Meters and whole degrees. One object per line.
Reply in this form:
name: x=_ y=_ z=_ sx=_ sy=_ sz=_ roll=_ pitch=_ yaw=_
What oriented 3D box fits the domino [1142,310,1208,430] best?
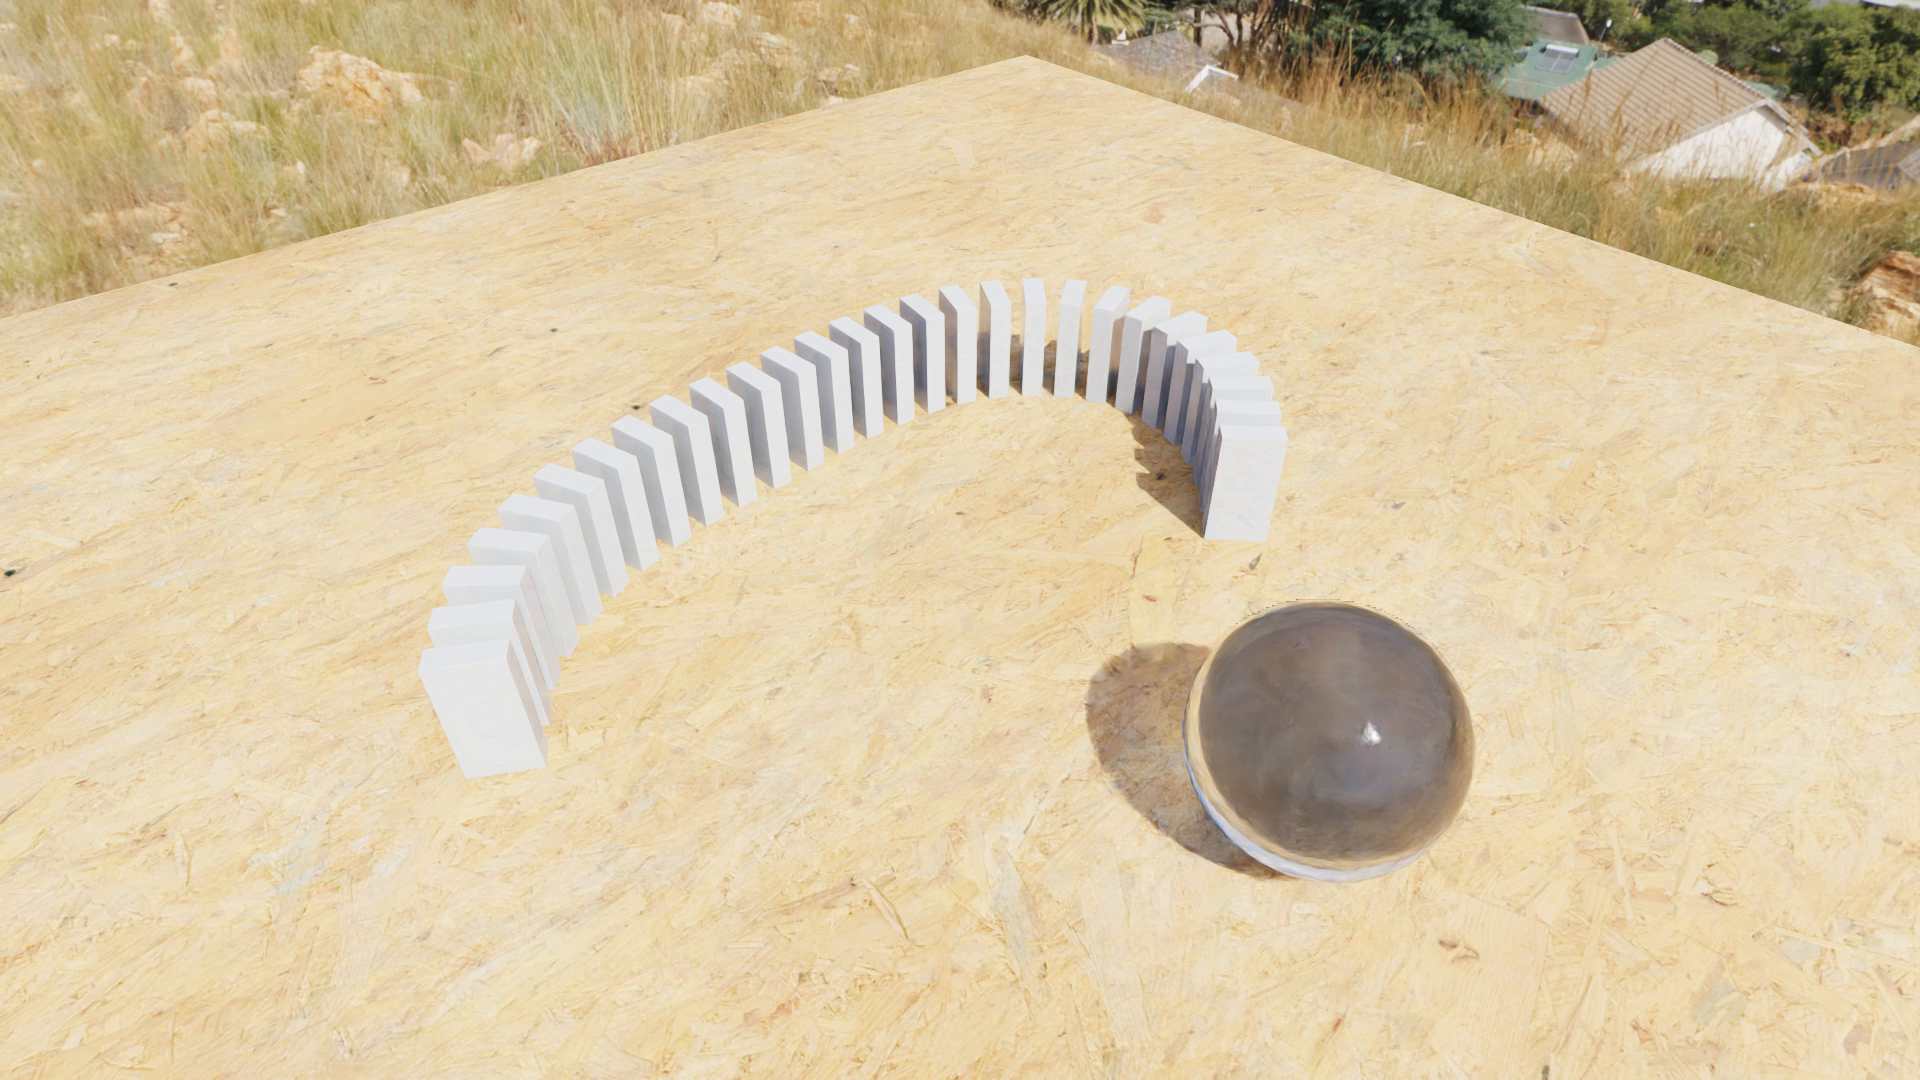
domino: x=0.099 y=-0.078 z=0.507 sx=0.025 sy=0.050 sz=0.009 roll=-25 pitch=46 yaw=-27

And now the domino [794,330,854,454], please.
domino: x=-0.061 y=-0.066 z=0.492 sx=0.025 sy=0.050 sz=0.009 roll=32 pitch=49 yaw=33

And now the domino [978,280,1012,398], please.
domino: x=0.016 y=-0.096 z=0.529 sx=0.010 sy=0.050 sz=0.025 roll=-7 pitch=40 yaw=-9

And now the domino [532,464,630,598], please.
domino: x=-0.143 y=-0.003 z=0.415 sx=0.025 sy=0.050 sz=0.009 roll=16 pitch=42 yaw=19

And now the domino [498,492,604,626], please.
domino: x=-0.149 y=0.008 z=0.402 sx=0.025 sy=0.050 sz=0.010 roll=11 pitch=41 yaw=13

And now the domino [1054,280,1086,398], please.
domino: x=0.053 y=-0.097 z=0.529 sx=0.009 sy=0.050 sz=0.025 roll=8 pitch=40 yaw=9

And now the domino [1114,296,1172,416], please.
domino: x=0.086 y=-0.087 z=0.517 sx=0.009 sy=0.050 sz=0.025 roll=28 pitch=47 yaw=30

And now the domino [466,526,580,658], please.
domino: x=-0.153 y=0.019 z=0.388 sx=0.025 sy=0.050 sz=0.009 roll=6 pitch=40 yaw=7

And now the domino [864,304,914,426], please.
domino: x=-0.033 y=-0.081 z=0.510 sx=0.010 sy=0.050 sz=0.025 roll=-26 pitch=46 yaw=-28

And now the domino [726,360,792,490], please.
domino: x=-0.086 y=-0.049 z=0.471 sx=0.009 sy=0.050 sz=0.025 roll=-32 pitch=49 yaw=-33

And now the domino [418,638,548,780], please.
domino: x=-0.149 y=0.054 z=0.346 sx=0.025 sy=0.050 sz=0.009 roll=-7 pitch=40 yaw=-9

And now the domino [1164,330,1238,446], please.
domino: x=0.108 y=-0.068 z=0.494 sx=0.025 sy=0.050 sz=0.009 roll=-15 pitch=42 yaw=-18

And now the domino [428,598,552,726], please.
domino: x=-0.153 y=0.042 z=0.360 sx=0.025 sy=0.050 sz=0.009 roll=-7 pitch=40 yaw=-8

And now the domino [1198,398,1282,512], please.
domino: x=0.114 y=-0.034 z=0.453 sx=0.025 sy=0.050 sz=0.009 roll=3 pitch=39 yaw=4

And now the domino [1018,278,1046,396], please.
domino: x=0.035 y=-0.098 z=0.531 sx=0.009 sy=0.050 sz=0.025 roll=-1 pitch=39 yaw=-1

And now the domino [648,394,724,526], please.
domino: x=-0.112 y=-0.032 z=0.451 sx=0.025 sy=0.050 sz=0.009 roll=28 pitch=47 yaw=30

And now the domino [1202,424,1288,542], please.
domino: x=0.113 y=-0.022 z=0.438 sx=0.025 sy=0.050 sz=0.009 roll=2 pitch=39 yaw=2

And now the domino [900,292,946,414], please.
domino: x=-0.018 y=-0.088 z=0.518 sx=0.009 sy=0.050 sz=0.025 roll=-21 pitch=44 yaw=-24

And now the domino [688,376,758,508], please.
domino: x=-0.099 y=-0.041 z=0.461 sx=0.010 sy=0.050 sz=0.025 roll=-32 pitch=49 yaw=-33

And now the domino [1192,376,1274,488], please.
domino: x=0.115 y=-0.045 z=0.467 sx=0.025 sy=0.050 sz=0.009 roll=0 pitch=39 yaw=0

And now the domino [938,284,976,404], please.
domino: x=-0.001 y=-0.093 z=0.525 sx=0.009 sy=0.050 sz=0.025 roll=-14 pitch=41 yaw=-16

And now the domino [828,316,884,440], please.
domino: x=-0.047 y=-0.074 z=0.501 sx=0.010 sy=0.050 sz=0.025 roll=-28 pitch=47 yaw=-30

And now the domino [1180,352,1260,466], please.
domino: x=0.113 y=-0.057 z=0.481 sx=0.025 sy=0.050 sz=0.010 roll=-8 pitch=40 yaw=-10

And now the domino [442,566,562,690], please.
domino: x=-0.155 y=0.031 z=0.374 sx=0.025 sy=0.050 sz=0.009 roll=0 pitch=39 yaw=0

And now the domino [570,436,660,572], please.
domino: x=-0.134 y=-0.013 z=0.428 sx=0.025 sy=0.050 sz=0.010 roll=22 pitch=44 yaw=25

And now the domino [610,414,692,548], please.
domino: x=-0.123 y=-0.023 z=0.440 sx=0.025 sy=0.050 sz=0.010 roll=25 pitch=46 yaw=27

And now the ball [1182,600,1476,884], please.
ball: x=0.105 y=0.058 z=0.318 sx=0.080 sy=0.080 sz=0.080 roll=0 pitch=39 yaw=0

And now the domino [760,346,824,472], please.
domino: x=-0.073 y=-0.057 z=0.481 sx=0.025 sy=0.050 sz=0.010 roll=30 pitch=48 yaw=32

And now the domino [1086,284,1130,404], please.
domino: x=0.070 y=-0.093 z=0.525 sx=0.010 sy=0.050 sz=0.025 roll=17 pitch=42 yaw=19
